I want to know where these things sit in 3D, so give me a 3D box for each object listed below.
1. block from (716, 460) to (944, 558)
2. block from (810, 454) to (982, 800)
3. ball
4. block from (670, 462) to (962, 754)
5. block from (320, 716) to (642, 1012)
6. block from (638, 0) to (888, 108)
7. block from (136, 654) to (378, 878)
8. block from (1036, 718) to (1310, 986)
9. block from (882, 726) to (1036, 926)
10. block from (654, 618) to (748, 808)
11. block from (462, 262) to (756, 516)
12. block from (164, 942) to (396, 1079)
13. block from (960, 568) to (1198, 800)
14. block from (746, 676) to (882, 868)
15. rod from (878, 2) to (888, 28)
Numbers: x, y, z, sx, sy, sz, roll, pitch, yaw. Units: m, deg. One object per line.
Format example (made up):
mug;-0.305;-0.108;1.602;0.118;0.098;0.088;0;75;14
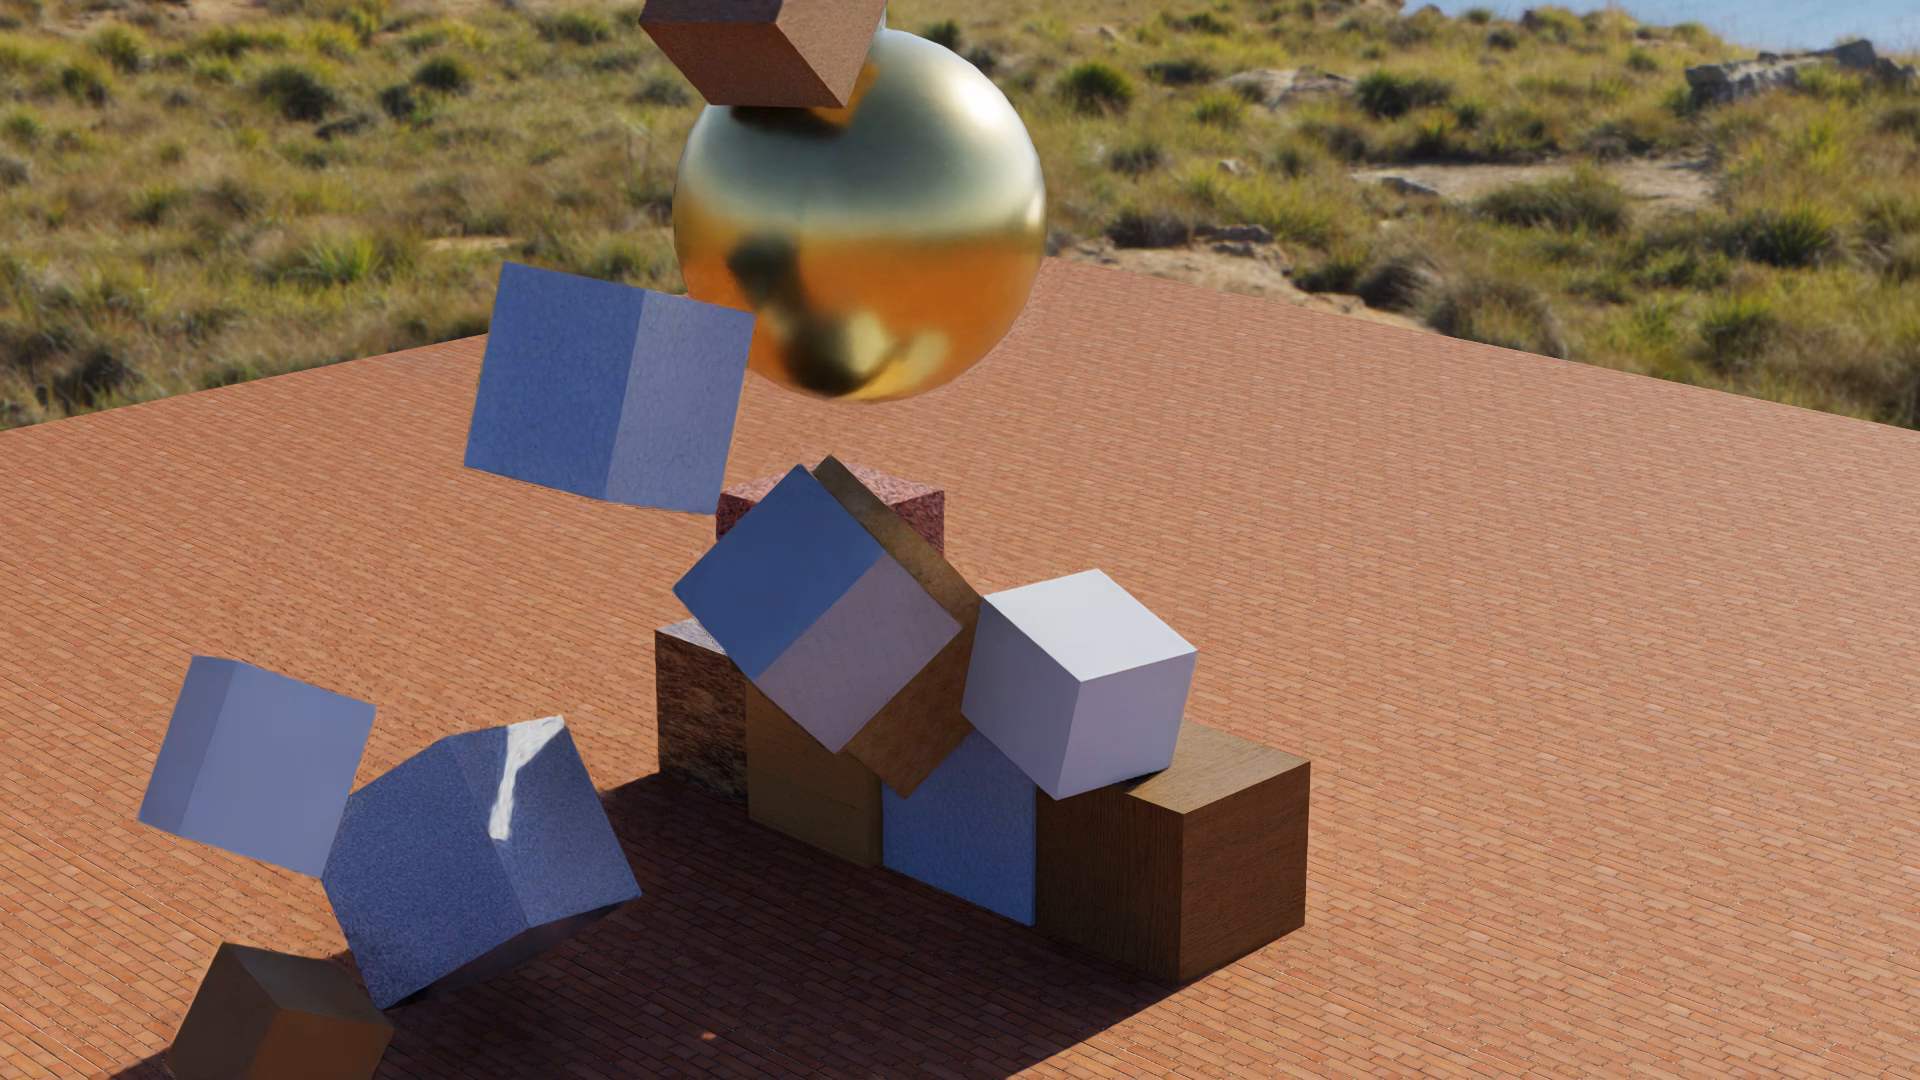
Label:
block;-0.611;0.097;13.904;0.762;0.697;0.762;16;23;42
block;-0.403;0.381;12.781;0.862;0.958;0.867;-46;49;-2
ball;-0.426;-1.373;12.464;1.600;1.600;1.600;0;17;0
block;-0.579;0.277;11.880;0.731;0.653;0.685;-45;48;-1
block;-1.994;1.311;11.965;0.861;0.825;0.774;-31;-11;26
block;-0.755;-2.184;11.721;0.671;0.688;0.575;7;-23;32
block;-2.584;0.823;10.763;0.540;0.649;0.670;21;-10;-26
block;0.927;1.329;12.816;0.841;0.780;0.838;-17;24;-42
block;0.285;1.086;13.404;0.949;0.891;0.870;17;24;42
block;-0.951;0.794;14.564;0.804;0.752;0.764;-17;24;-42
block;-1.368;-0.589;11.479;0.727;0.812;0.696;13;3;33
block;-2.557;1.898;11.020;0.522;0.520;0.508;21;8;-44
block;0.501;0.608;12.530;0.631;0.601;0.698;-13;37;-34
block;-0.379;0.901;13.992;0.960;0.891;0.840;-17;24;-42
rod;-0.184;-4.673;11.680;0.080;5.200;0.080;17;18;42
